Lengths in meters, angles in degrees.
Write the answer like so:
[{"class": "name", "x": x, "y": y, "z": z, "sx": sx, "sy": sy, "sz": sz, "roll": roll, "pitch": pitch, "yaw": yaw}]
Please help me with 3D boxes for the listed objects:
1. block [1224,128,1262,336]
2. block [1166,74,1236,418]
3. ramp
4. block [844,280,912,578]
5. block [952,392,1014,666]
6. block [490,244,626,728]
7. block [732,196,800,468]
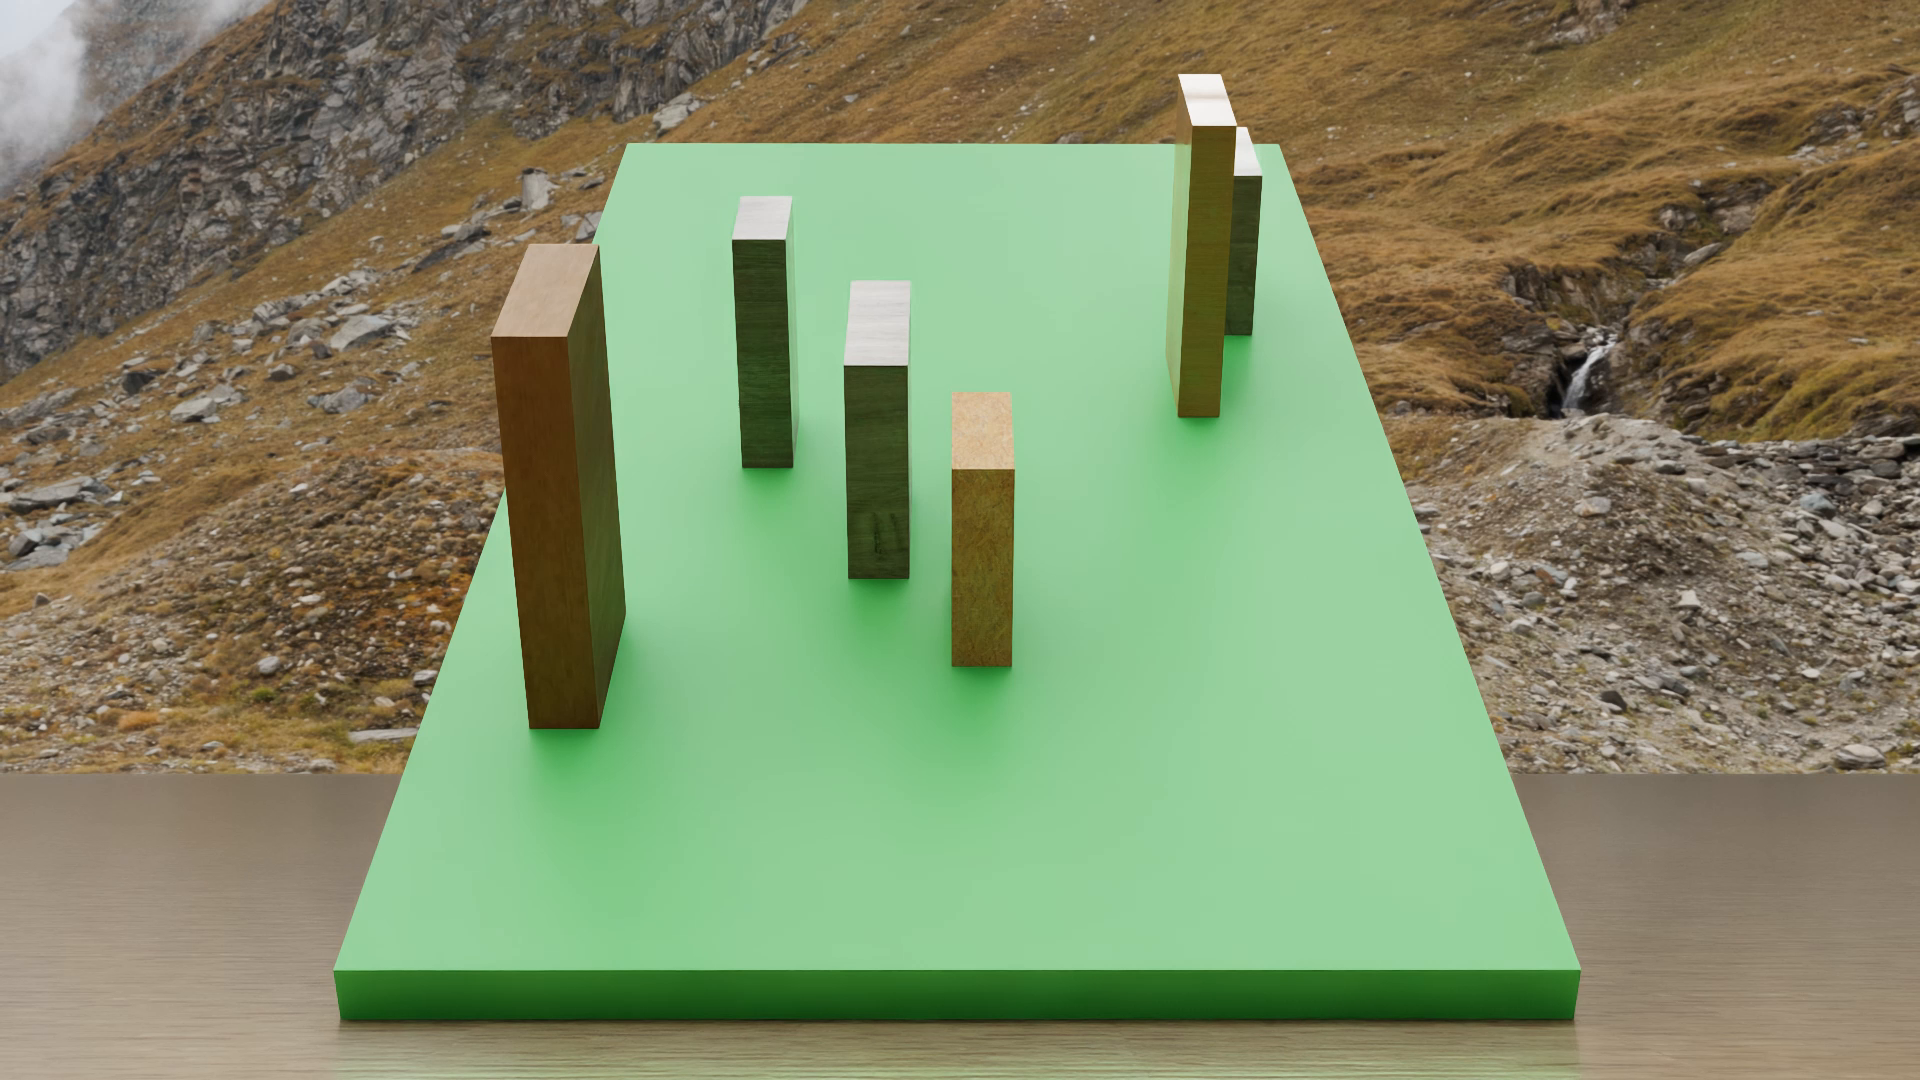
[{"class": "block", "x": 0.686, "y": -0.793, "z": 6.126, "sx": 0.109, "sy": 0.426, "sz": 0.364, "roll": 0, "pitch": 28, "yaw": 0}, {"class": "block", "x": 0.563, "y": -0.692, "z": 5.635, "sx": 0.098, "sy": 0.715, "sz": 0.371, "roll": 0, "pitch": 28, "yaw": 0}, {"class": "ramp", "x": -0.012, "y": -0.220, "z": 5.616, "sx": 2.000, "sy": 0.100, "sz": 4.000, "roll": 0, "pitch": 28, "yaw": 0}, {"class": "block", "x": -0.168, "y": -0.237, "z": 5.033, "sx": 0.127, "sy": 0.484, "sz": 0.439, "roll": 0, "pitch": 28, "yaw": 0}, {"class": "block", "x": 0.042, "y": -0.024, "z": 4.699, "sx": 0.117, "sy": 0.429, "sz": 0.340, "roll": 0, "pitch": 28, "yaw": 0}, {"class": "block", "x": -0.736, "y": -0.100, "z": 4.452, "sx": 0.130, "sy": 0.794, "sz": 0.429, "roll": 0, "pitch": 28, "yaw": 0}, {"class": "block", "x": -0.434, "y": -0.467, "z": 5.388, "sx": 0.116, "sy": 0.550, "sz": 0.265, "roll": 0, "pitch": 28, "yaw": 0}]
